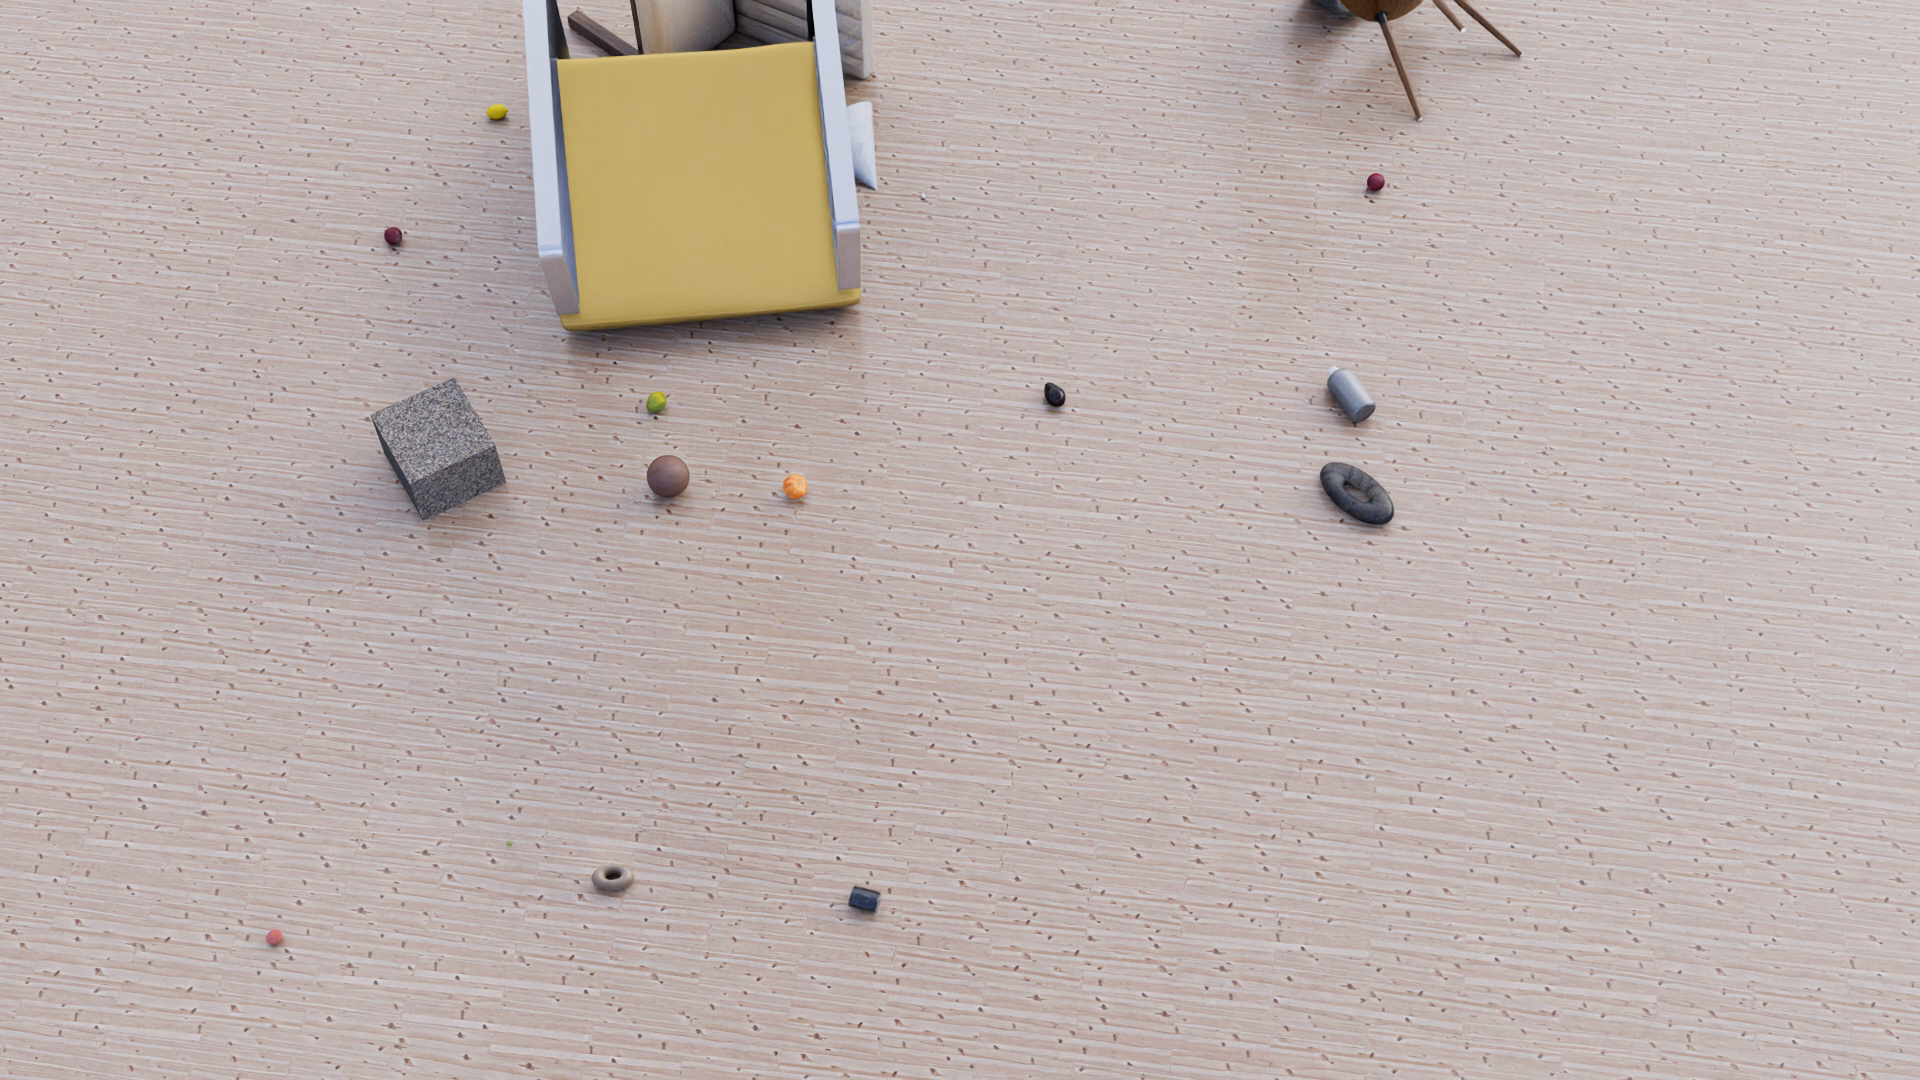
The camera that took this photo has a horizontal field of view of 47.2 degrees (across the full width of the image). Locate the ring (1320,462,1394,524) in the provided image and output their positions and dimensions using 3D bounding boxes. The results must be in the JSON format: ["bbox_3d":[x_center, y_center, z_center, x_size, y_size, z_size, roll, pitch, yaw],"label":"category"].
[{"bbox_3d":[1.197,-0.141,6.632,0.144,0.062,0.270,-38,63,-21],"label":"ring"}]

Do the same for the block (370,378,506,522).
[{"bbox_3d":[-1.574,-0.275,6.642,0.274,0.194,0.298,-27,60,-17],"label":"block"}]

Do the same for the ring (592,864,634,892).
[{"bbox_3d":[-0.936,0.911,5.934,0.114,0.048,0.071,-2,54,-3],"label":"ring"}]

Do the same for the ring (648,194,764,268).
[{"bbox_3d":[-0.831,-1.015,7.212,0.386,0.074,0.305,8,57,5],"label":"ring"}]

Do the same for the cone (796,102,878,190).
[{"bbox_3d":[-0.352,-1.285,7.388,0.303,0.166,0.285,-30,77,-13],"label":"cone"}]
